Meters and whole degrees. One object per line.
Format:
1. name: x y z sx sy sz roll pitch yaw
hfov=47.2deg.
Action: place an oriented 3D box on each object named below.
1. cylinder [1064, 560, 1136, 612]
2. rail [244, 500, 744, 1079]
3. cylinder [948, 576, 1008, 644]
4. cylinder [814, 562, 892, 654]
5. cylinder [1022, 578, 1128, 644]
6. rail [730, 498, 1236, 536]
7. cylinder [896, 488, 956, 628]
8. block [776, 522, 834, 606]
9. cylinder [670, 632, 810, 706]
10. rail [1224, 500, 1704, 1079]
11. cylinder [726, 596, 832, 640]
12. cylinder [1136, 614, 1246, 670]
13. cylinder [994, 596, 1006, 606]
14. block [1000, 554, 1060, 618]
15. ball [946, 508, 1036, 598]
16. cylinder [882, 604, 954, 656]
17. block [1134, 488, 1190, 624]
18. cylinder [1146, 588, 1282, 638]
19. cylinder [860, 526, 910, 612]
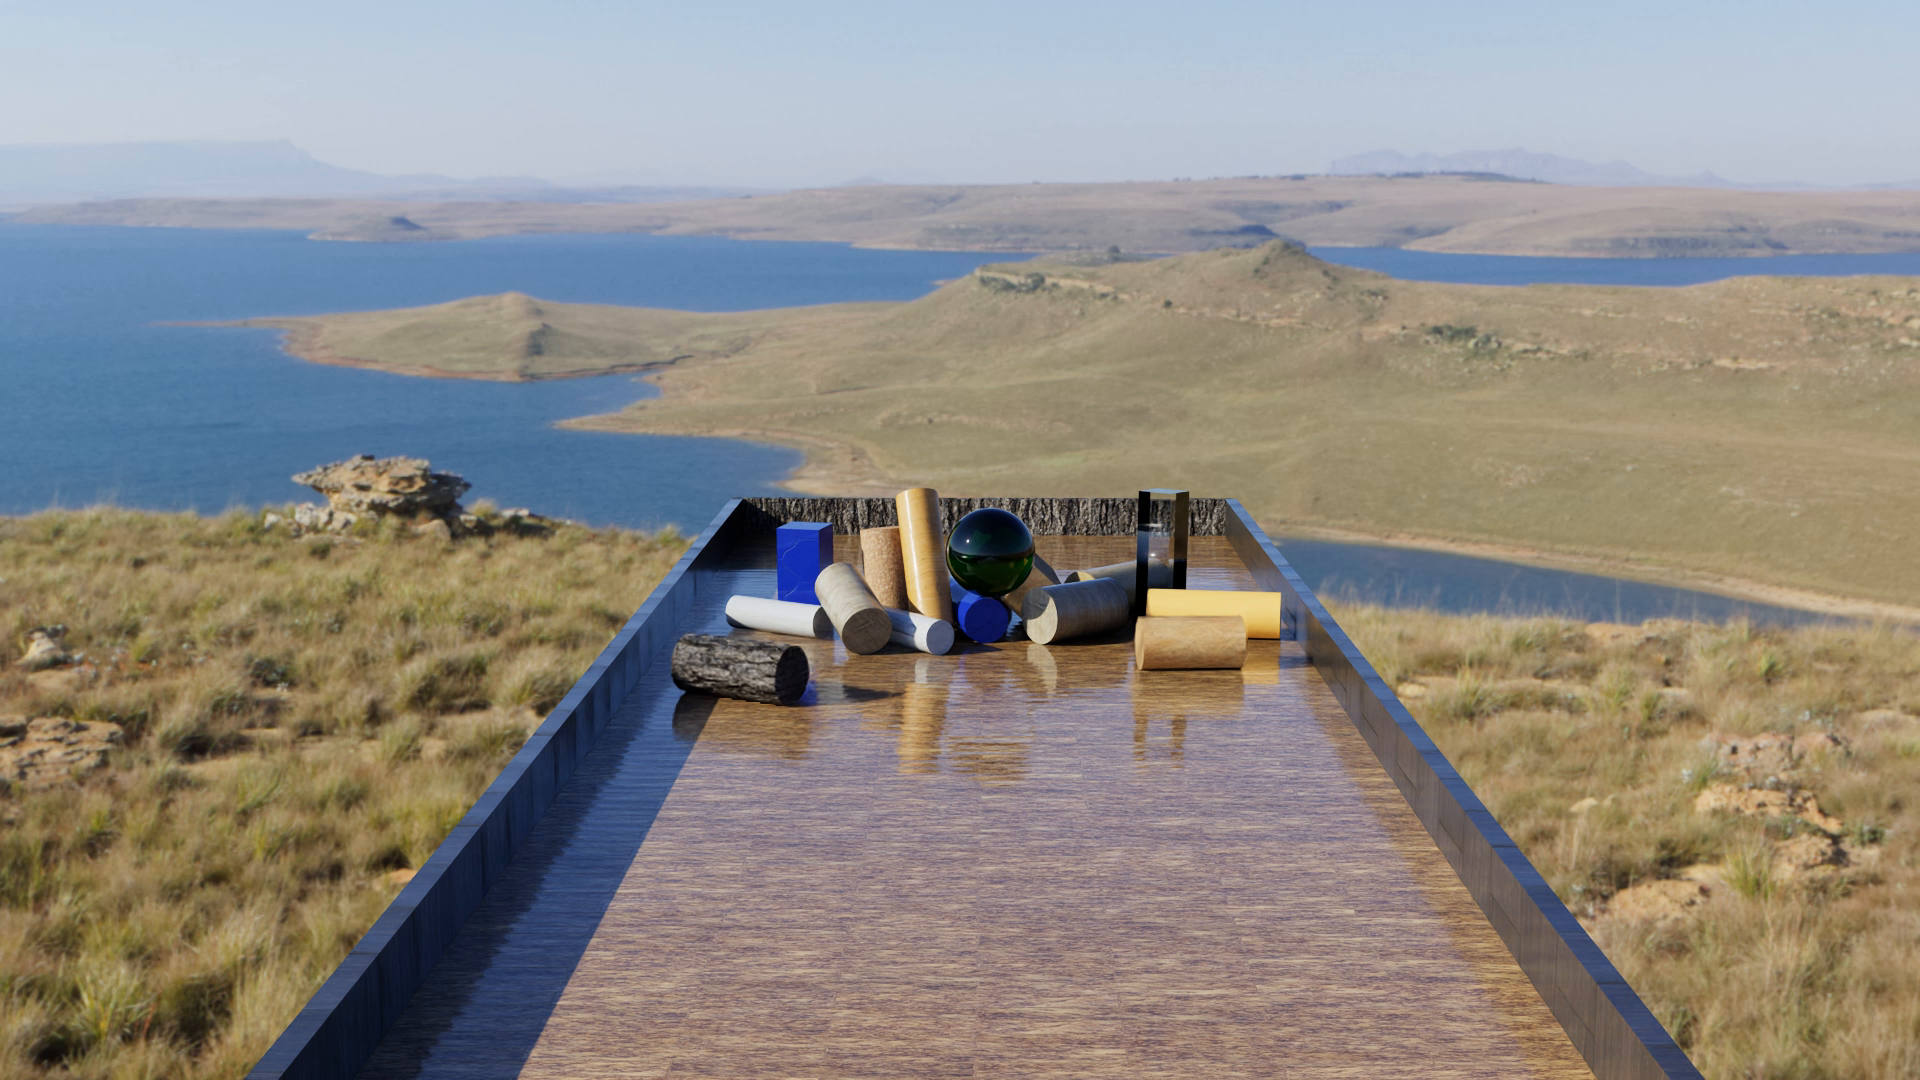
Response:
1. cylinder: 0.546 0.164 7.439 0.168 0.168 0.420 8 12 43
2. rail: -1.004 0.839 3.234 0.050 0.150 12.000 0 9 1
3. cylinder: 0.019 0.223 7.136 0.146 0.146 0.431 -3 9 -17
4. cylinder: -0.335 0.212 6.876 0.161 0.161 0.312 -3 27 -19
5. cylinder: 0.368 0.225 7.020 0.300 0.179 0.179 -7 11 -37
6. rail: 0.099 -0.098 9.147 2.100 0.150 0.050 0 9 1
7. cylinder: -0.112 0.071 7.065 0.139 0.457 0.139 -7 -18 -2
8. block: -0.507 0.116 7.221 0.144 0.330 0.144 2 10 15
9. cylinder: -0.621 0.362 6.194 0.358 0.167 0.167 5 10 30
10. rail: 1.046 0.843 3.208 0.050 0.150 12.000 0 9 1
11. cylinder: -0.586 0.248 7.104 0.353 0.107 0.107 6 11 32
12. cylinder: 0.688 0.305 6.576 0.306 0.159 0.159 -1 9 -5
13. cylinder: 0.112 0.183 7.516 0.107 0.107 0.434 1 9 5
14. block: 0.226 0.147 7.283 0.155 0.155 0.372 42 6 -14
15. ball: 0.096 0.040 6.931 0.284 0.284 0.284 0 9 0
16. cylinder: -0.193 0.274 6.933 0.110 0.110 0.431 -7 11 -37
17. block: 0.662 0.059 7.209 0.121 0.442 0.121 6 9 35
18. cylinder: 0.814 0.236 7.047 0.422 0.148 0.148 2 9 10
19. cylinder: -0.234 0.117 7.206 0.161 0.314 0.161 -5 3 0
